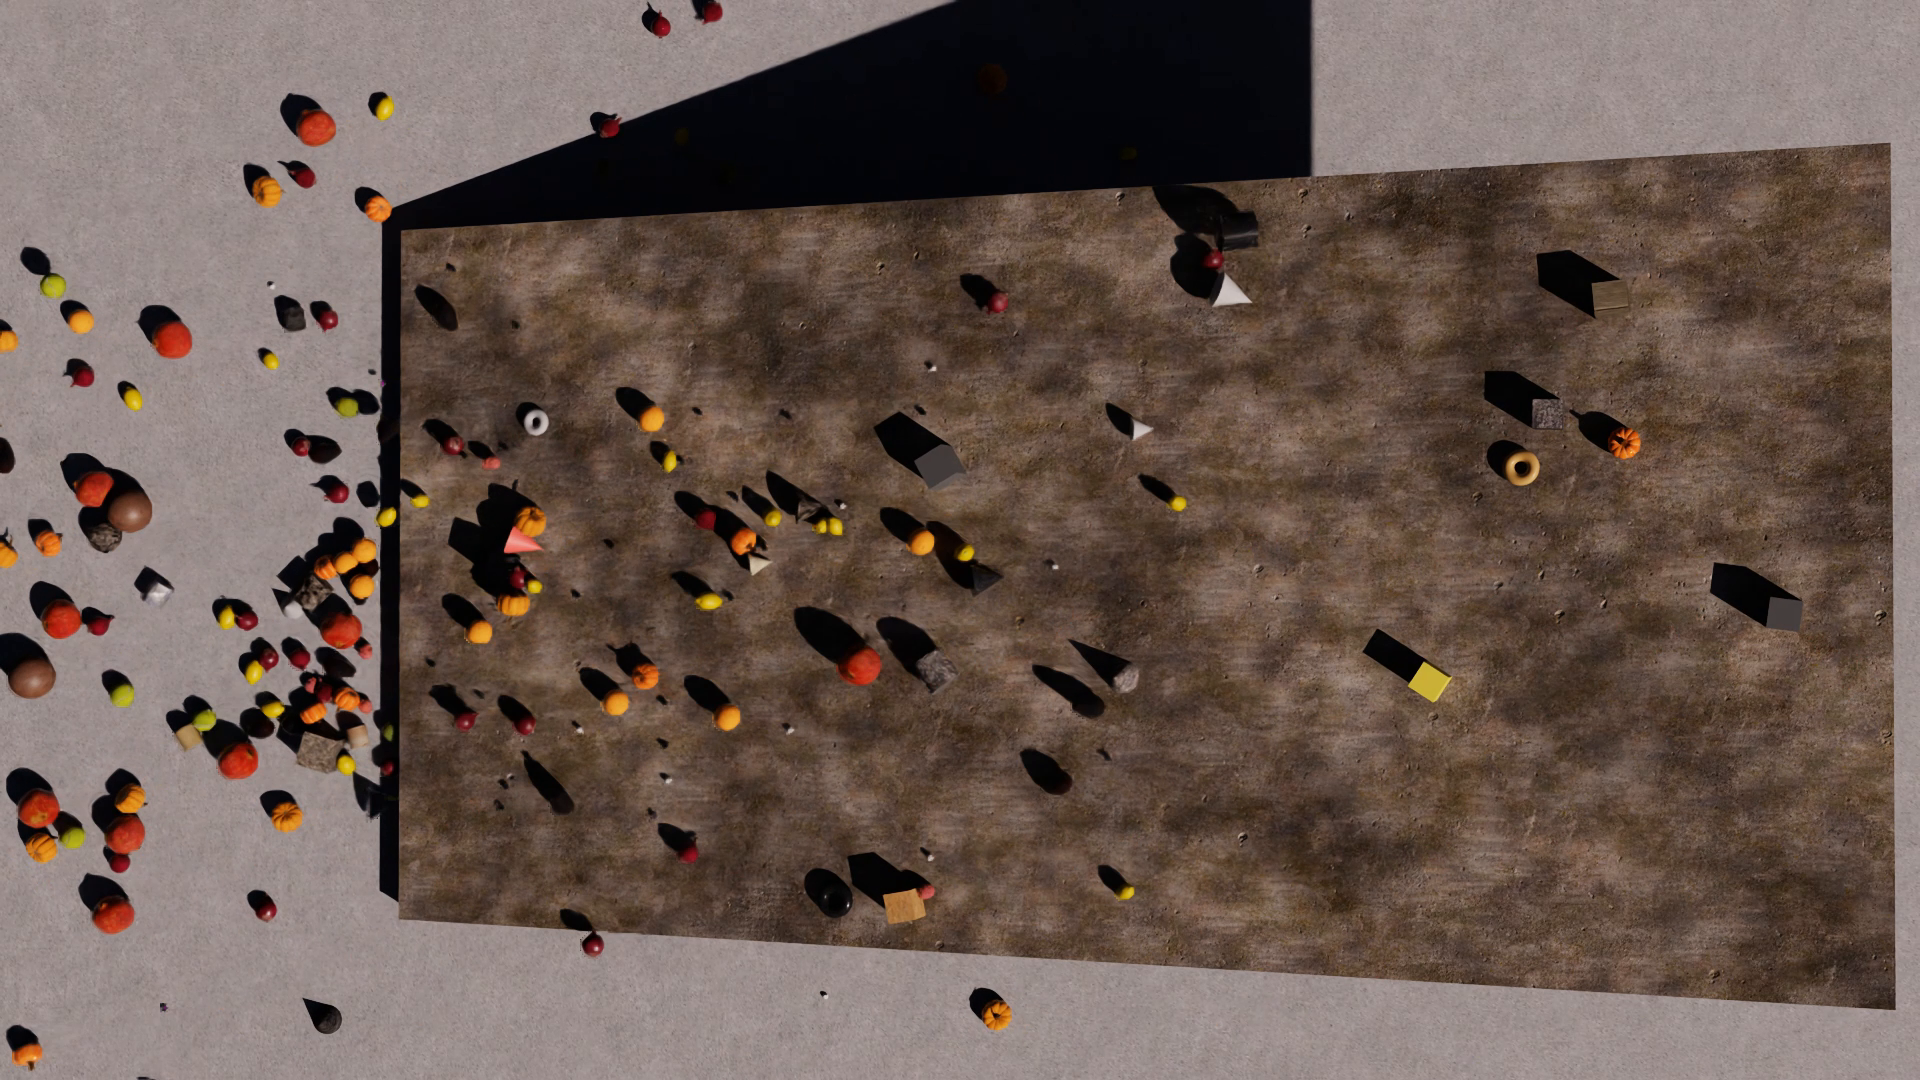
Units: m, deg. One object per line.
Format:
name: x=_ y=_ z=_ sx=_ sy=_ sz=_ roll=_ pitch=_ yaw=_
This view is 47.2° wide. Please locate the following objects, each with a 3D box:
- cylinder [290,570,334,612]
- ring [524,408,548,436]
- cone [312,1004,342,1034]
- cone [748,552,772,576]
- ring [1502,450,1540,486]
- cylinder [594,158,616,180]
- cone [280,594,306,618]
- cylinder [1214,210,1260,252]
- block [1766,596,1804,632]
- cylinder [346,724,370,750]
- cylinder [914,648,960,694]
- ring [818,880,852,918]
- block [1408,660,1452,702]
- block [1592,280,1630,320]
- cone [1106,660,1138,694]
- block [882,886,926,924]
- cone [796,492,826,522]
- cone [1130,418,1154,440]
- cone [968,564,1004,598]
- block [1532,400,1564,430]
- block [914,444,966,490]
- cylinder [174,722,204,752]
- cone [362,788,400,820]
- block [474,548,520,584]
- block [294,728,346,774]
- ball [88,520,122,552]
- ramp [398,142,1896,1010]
cylinder: x=-1.896 y=0.150 z=6.434 sx=0.087 sy=0.087 sz=0.087 roll=44 pitch=89 yaw=1
ring: x=-1.201 y=-0.335 z=6.229 sx=0.077 sy=0.026 sz=0.077 roll=0 pitch=90 yaw=19
cone: x=-1.859 y=1.408 z=6.417 sx=0.087 sy=0.087 sz=0.087 roll=0 pitch=89 yaw=0
cone: x=-0.542 y=0.062 z=5.992 sx=0.064 sy=0.064 sz=0.064 roll=-6 pitch=89 yaw=-12
ring: x=1.360 y=-0.176 z=5.333 sx=0.089 sy=0.030 sz=0.089 roll=0 pitch=90 yaw=21
cylinder: x=-1.045 y=-1.090 z=6.468 sx=0.053 sy=0.053 sz=0.053 roll=18 pitch=91 yaw=0
cone: x=-1.965 y=0.195 z=6.440 sx=0.074 sy=0.074 sz=0.074 roll=0 pitch=89 yaw=0
cylinder: x=0.694 y=-0.776 z=5.523 sx=0.092 sy=0.092 sz=0.092 roll=-9 pitch=89 yaw=-5
block: x=1.916 y=0.172 z=5.112 sx=0.072 sy=0.072 sz=0.072 roll=8 pitch=92 yaw=19
cylinder: x=-1.764 y=0.577 z=6.442 sx=0.060 sy=0.060 sz=0.060 roll=-15 pitch=89 yaw=0
cylinder: x=-0.061 y=0.345 z=5.788 sx=0.089 sy=0.089 sz=0.089 roll=-35 pitch=78 yaw=0
ring: x=-0.336 y=0.964 z=5.906 sx=0.103 sy=0.034 sz=0.103 roll=0 pitch=90 yaw=18
block: x=1.150 y=0.345 z=5.377 sx=0.071 sy=0.071 sz=0.071 roll=34 pitch=100 yaw=17
block: x=1.553 y=-0.574 z=5.245 sx=0.078 sy=0.078 sz=0.078 roll=-6 pitch=87 yaw=19
cone: x=0.404 y=0.351 z=5.627 sx=0.088 sy=0.088 sz=0.088 roll=0 pitch=89 yaw=19
block: x=-0.147 y=0.966 z=5.816 sx=0.078 sy=0.078 sz=0.078 roll=-13 pitch=85 yaw=19
cone: x=-0.398 y=-0.087 z=5.939 sx=0.084 sy=0.084 sz=0.084 roll=0 pitch=89 yaw=-7
cone: x=0.469 y=-0.286 z=5.646 sx=0.059 sy=0.059 sz=0.059 roll=-2 pitch=89 yaw=-7
cone: x=0.074 y=0.102 z=5.771 sx=0.090 sy=0.090 sz=0.090 roll=-7 pitch=89 yaw=-8
block: x=1.416 y=-0.302 z=5.293 sx=0.069 sy=0.069 sz=0.069 roll=2 pitch=90 yaw=19
block: x=-0.051 y=-0.191 z=5.794 sx=0.086 sy=0.086 sz=0.086 roll=-31 pitch=80 yaw=16
cylinder: x=-2.257 y=0.577 z=6.441 sx=0.063 sy=0.063 sz=0.063 roll=-33 pitch=89 yaw=0
cone: x=-1.690 y=0.766 z=6.448 sx=0.098 sy=0.098 sz=0.098 roll=-7 pitch=89 yaw=-27
block: x=-1.311 y=0.074 z=6.231 sx=0.082 sy=0.082 sz=0.082 roll=18 pitch=95 yaw=19
block: x=-1.867 y=0.617 z=6.422 sx=0.099 sy=0.099 sz=0.099 roll=17 pitch=89 yaw=0
ball: x=-2.501 y=-0.010 z=6.434 sx=0.092 sy=0.092 sz=0.092 roll=0 pitch=89 yaw=0
ramp: x=0.279 y=0.091 z=5.774 sx=4.000 sy=0.100 sz=2.000 roll=0 pitch=89 yaw=19
